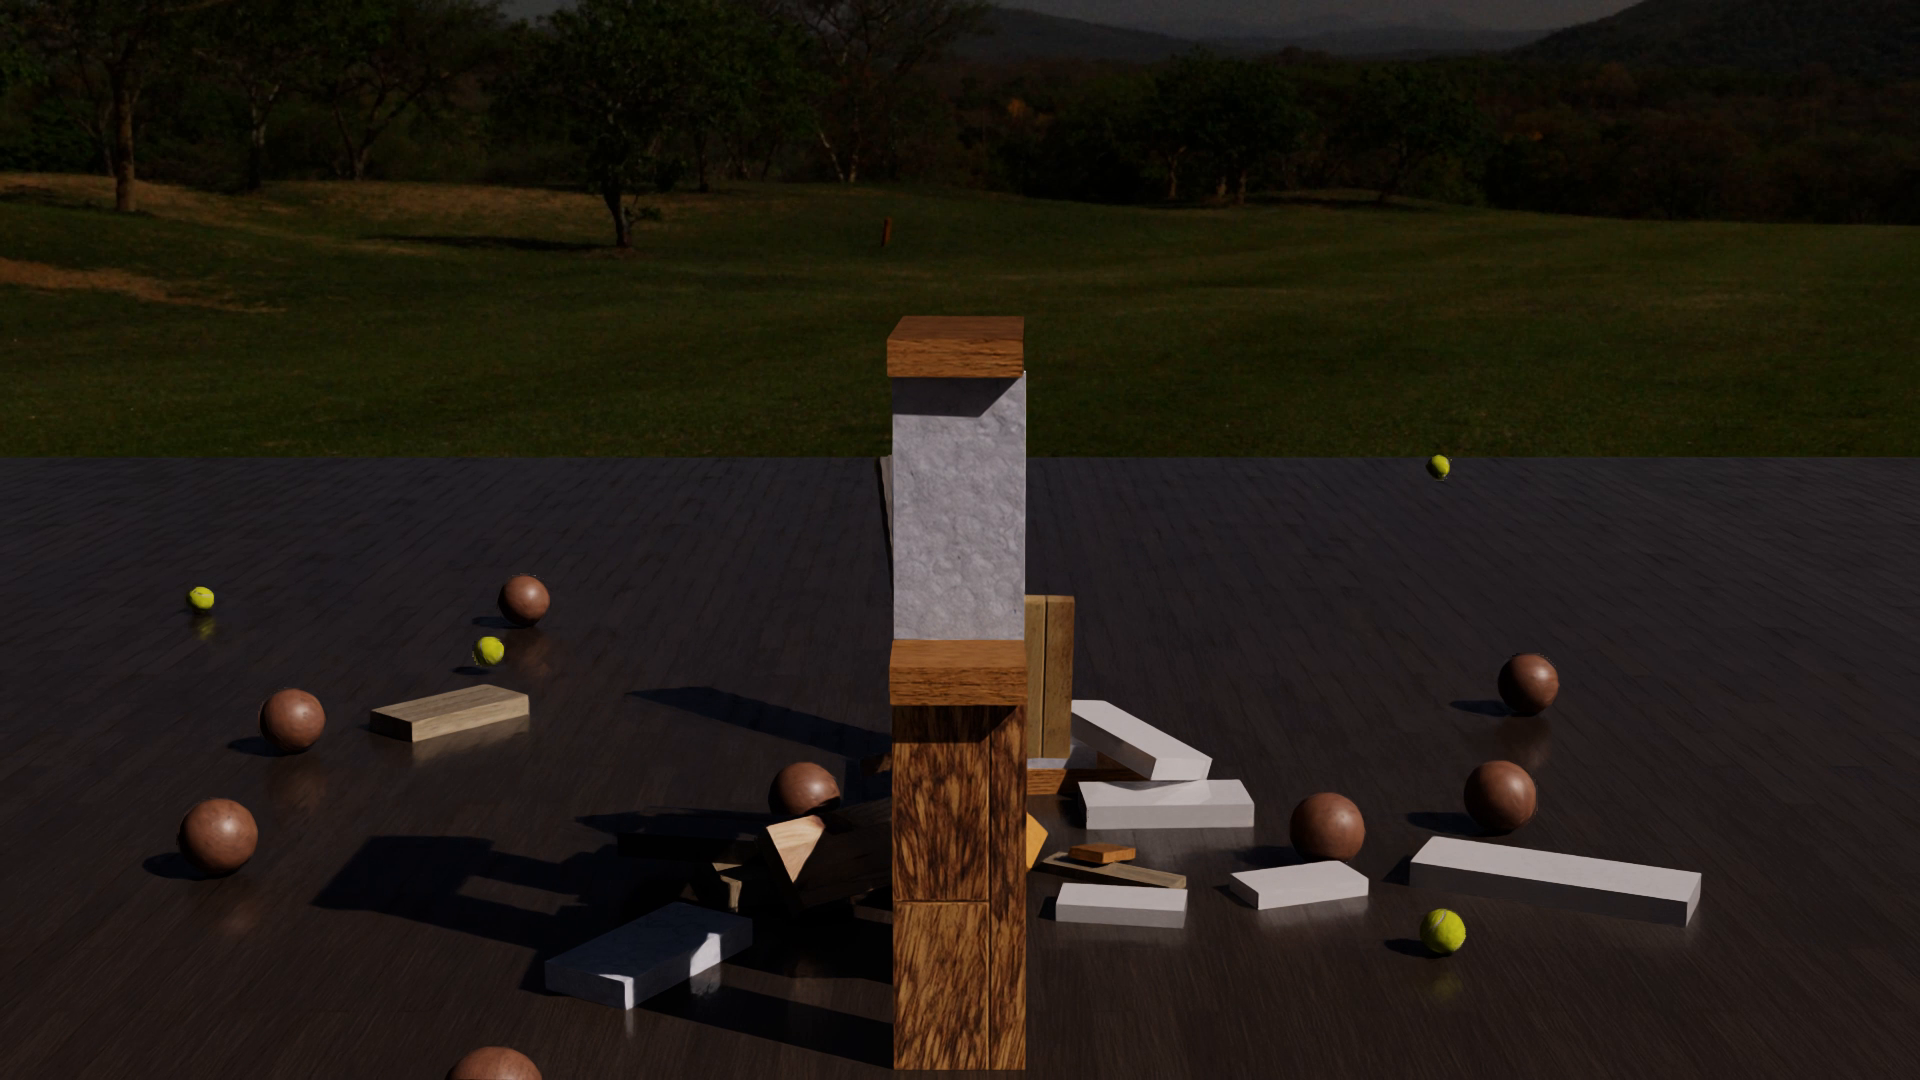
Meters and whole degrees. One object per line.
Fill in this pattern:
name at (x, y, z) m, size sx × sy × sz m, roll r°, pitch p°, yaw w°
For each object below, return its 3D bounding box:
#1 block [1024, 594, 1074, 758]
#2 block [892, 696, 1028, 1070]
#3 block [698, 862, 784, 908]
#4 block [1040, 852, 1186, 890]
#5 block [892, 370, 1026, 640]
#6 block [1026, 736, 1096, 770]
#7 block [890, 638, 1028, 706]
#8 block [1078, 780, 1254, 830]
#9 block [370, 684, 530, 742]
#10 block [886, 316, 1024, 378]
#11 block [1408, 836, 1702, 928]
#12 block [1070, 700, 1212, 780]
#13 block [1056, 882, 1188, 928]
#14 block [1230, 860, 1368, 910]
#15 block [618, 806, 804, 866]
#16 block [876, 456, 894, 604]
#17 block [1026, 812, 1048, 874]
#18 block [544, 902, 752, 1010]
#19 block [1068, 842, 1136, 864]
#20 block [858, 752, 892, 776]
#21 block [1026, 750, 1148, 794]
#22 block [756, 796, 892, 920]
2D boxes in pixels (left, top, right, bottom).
block at (0.111, 0.214, 3.444) m, size 0.128 × 0.256 × 0.036 m, roll 1°, pitch 14°, yaw 1°
block at (-0.001, 0.458, 2.958) m, size 0.178 × 0.519 × 0.050 m, roll 0°, pitch 11°, yaw 0°
block at (-0.358, 0.551, 3.760) m, size 0.151 × 0.043 × 0.302 m, roll -3°, pitch 11°, yaw -17°
block at (0.259, 0.568, 3.738) m, size 0.246 × 0.018 × 0.065 m, roll 6°, pitch 12°, yaw 31°
block at (-0.001, -0.047, 2.987) m, size 0.179 × 0.362 × 0.051 m, roll 0°, pitch 11°, yaw 1°
block at (0.186, 0.387, 4.382) m, size 0.164 × 0.046 × 0.328 m, roll 0°, pitch 11°, yaw 2°
block at (-0.002, 0.157, 3.021) m, size 0.178 × 0.050 × 0.356 m, roll 0°, pitch 11°, yaw 0°
block at (0.380, 0.490, 4.086) m, size 0.308 × 0.044 × 0.154 m, roll -1°, pitch 11°, yaw -3°
block at (-1.097, 0.370, 4.734) m, size 0.151 × 0.043 × 0.302 m, roll 9°, pitch 14°, yaw 40°
block at (0.000, -0.272, 3.070) m, size 0.179 × 0.051 × 0.357 m, roll 0°, pitch 11°, yaw 2°
block at (0.992, 0.567, 3.671) m, size 0.449 × 0.044 × 0.154 m, roll 5°, pitch 12°, yaw 26°
block at (0.321, 0.383, 4.232) m, size 0.154 × 0.044 × 0.308 m, roll 5°, pitch 14°, yaw -41°
block at (0.263, 0.593, 3.572) m, size 0.205 × 0.029 × 0.103 m, roll 2°, pitch 11°, yaw 9°
block at (0.566, 0.575, 3.671) m, size 0.205 × 0.029 × 0.103 m, roll -4°, pitch 11°, yaw -20°
block at (-0.416, 0.507, 3.764) m, size 0.302 × 0.043 × 0.151 m, roll 2°, pitch 11°, yaw 11°
block at (-0.050, 0.138, 4.479) m, size 0.164 × 0.654 × 0.046 m, roll -3°, pitch -19°, yaw -15°
block at (0.092, 0.515, 3.826) m, size 0.102 × 0.029 × 0.204 m, roll 44°, pitch 15°, yaw 1°
block at (-0.469, 0.628, 3.344) m, size 0.153 × 0.043 × 0.306 m, roll 6°, pitch 12°, yaw 31°
block at (0.246, 0.541, 3.804) m, size 0.065 × 0.018 × 0.130 m, roll 6°, pitch 0°, yaw 30°
block at (-0.082, 0.376, 3.850) m, size 0.102 × 0.029 × 0.204 m, roll -18°, pitch -6°, yaw 25°
block at (0.235, 0.449, 4.304) m, size 0.328 × 0.046 × 0.164 m, roll -1°, pitch 11°, yaw -6°
block at (-0.173, 0.521, 3.653) m, size 0.306 × 0.153 × 0.043 m, roll -9°, pitch -30°, yaw -39°
